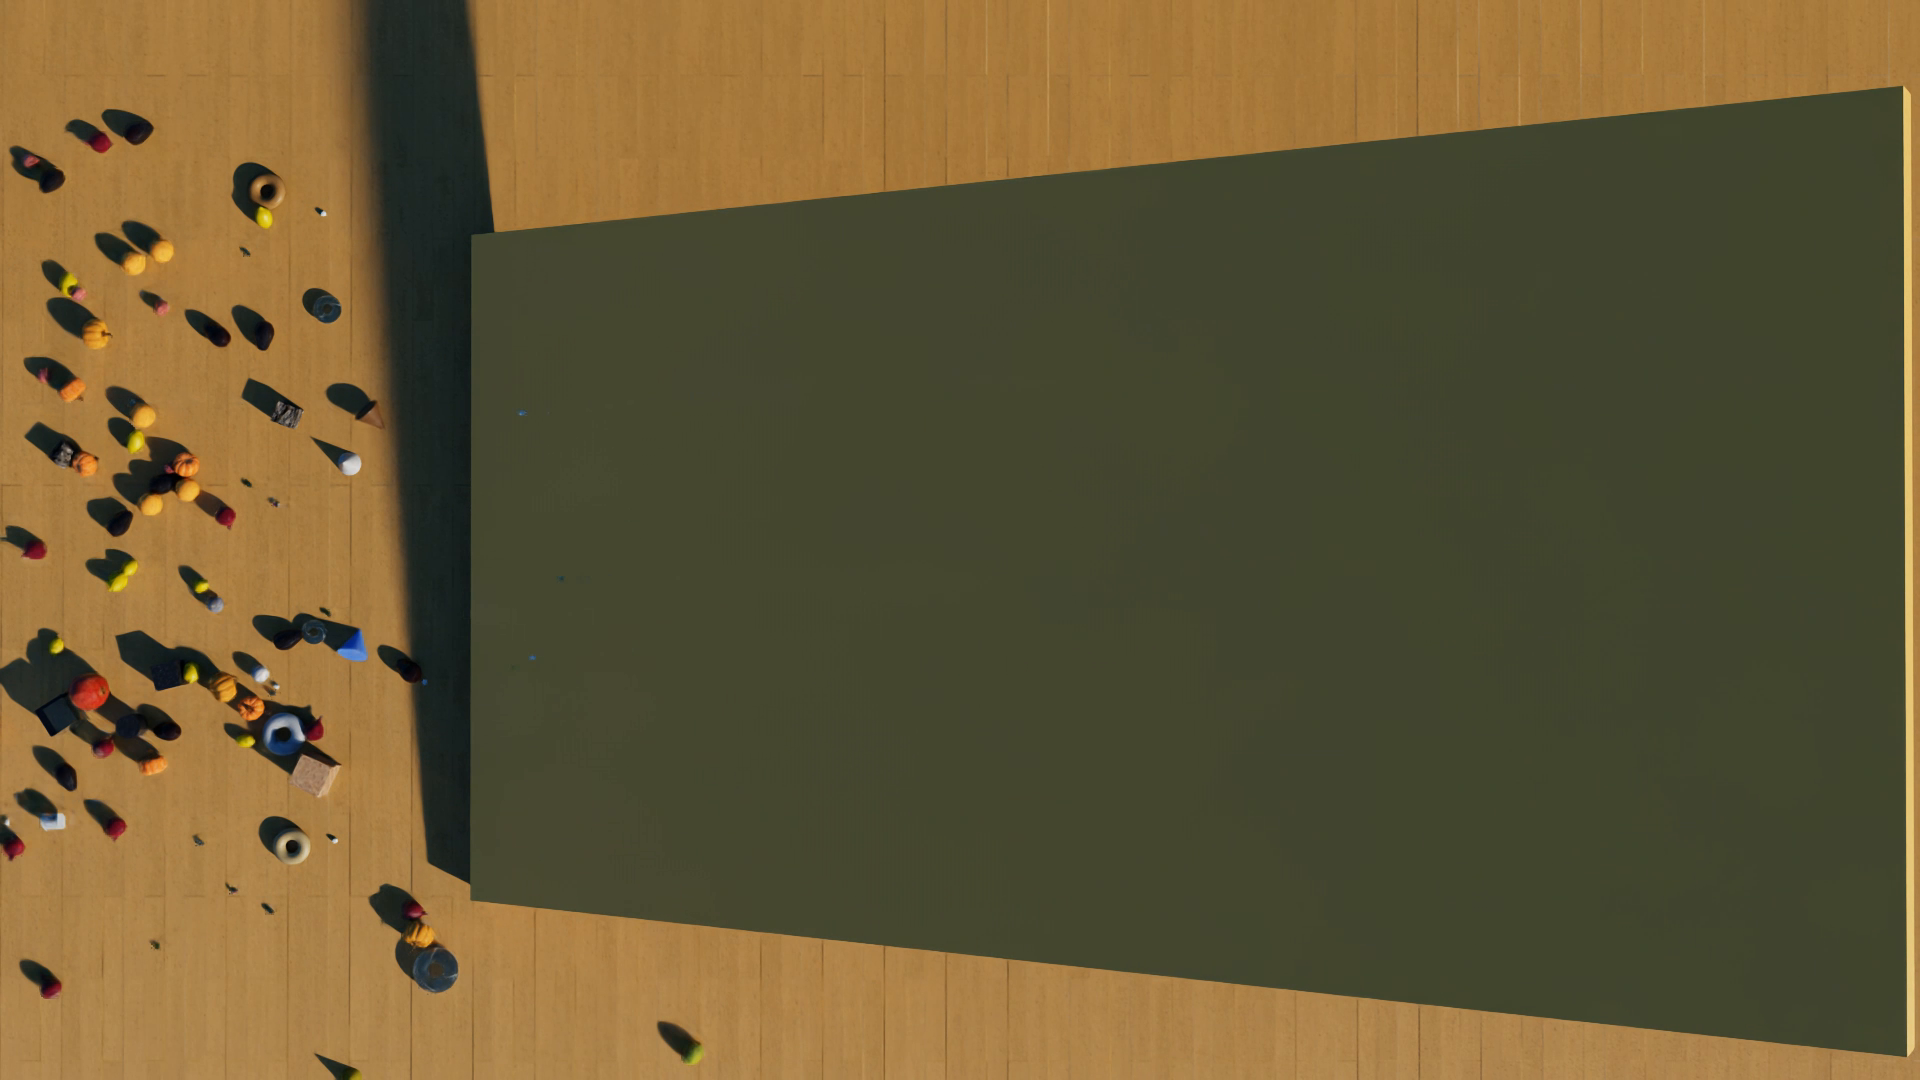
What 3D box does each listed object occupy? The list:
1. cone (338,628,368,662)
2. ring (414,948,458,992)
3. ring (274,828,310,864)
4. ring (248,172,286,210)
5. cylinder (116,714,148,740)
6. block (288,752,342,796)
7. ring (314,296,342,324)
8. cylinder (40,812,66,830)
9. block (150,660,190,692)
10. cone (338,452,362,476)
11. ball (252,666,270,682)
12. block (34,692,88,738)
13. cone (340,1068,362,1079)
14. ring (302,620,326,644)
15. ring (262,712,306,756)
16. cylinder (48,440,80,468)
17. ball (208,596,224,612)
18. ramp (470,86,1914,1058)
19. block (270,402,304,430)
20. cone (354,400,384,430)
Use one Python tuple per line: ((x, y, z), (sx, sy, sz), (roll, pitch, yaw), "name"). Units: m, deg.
((-1.833, 0.308, 6.671), (0.090, 0.090, 0.090), (8, 63, 0), "cone")
((-1.587, 1.302, 6.660), (0.139, 0.046, 0.139), (0, 90, 1), "ring")
((-2.026, 0.928, 6.667), (0.114, 0.038, 0.114), (0, 91, 0), "ring")
((-2.108, -1.061, 6.685), (0.117, 0.039, 0.117), (0, 89, 1), "ring")
((-2.504, 0.564, 6.653), (0.072, 0.072, 0.072), (0, 89, 0), "cylinder")
((-1.947, 0.706, 6.638), (0.099, 0.099, 0.099), (25, 90, 1), "block")
((-1.923, -0.702, 6.686), (0.088, 0.029, 0.088), (0, 88, 1), "ring")
((-2.739, 0.850, 6.644), (0.051, 0.051, 0.051), (-5, 89, 9), "cylinder")
((-2.390, 0.409, 6.652), (0.077, 0.077, 0.077), (-14, 89, 0), "block")
((-1.859, -0.233, 6.660), (0.072, 0.072, 0.072), (0, 89, 0), "cone")
((-2.121, 0.407, 6.665), (0.052, 0.052, 0.052), (0, 89, 0), "ball")
((-2.713, 0.528, 6.643), (0.093, 0.093, 0.093), (-32, 90, 0), "block")
((-1.850, 1.635, 6.645), (0.068, 0.068, 0.068), (0, 89, 0), "cone")
((-1.962, 0.279, 6.679), (0.076, 0.025, 0.076), (0, 88, 0), "ring")
((-2.049, 0.589, 6.667), (0.132, 0.044, 0.132), (0, 90, 1), "ring")
((-2.717, -0.260, 6.665), (0.062, 0.062, 0.062), (44, 90, 0), "cylinder")
((-2.257, 0.196, 6.667), (0.050, 0.050, 0.050), (0, 89, 0), "ball")
((0.264, 0.073, 5.610), (4.000, 0.100, 2.000), (0, 89, 31), "ramp")
((-2.039, -0.378, 6.666), (0.064, 0.064, 0.064), (21, 90, 0), "block")
((-1.775, -0.364, 6.678), (0.086, 0.086, 0.086), (-40, 116, 0), "cone")
